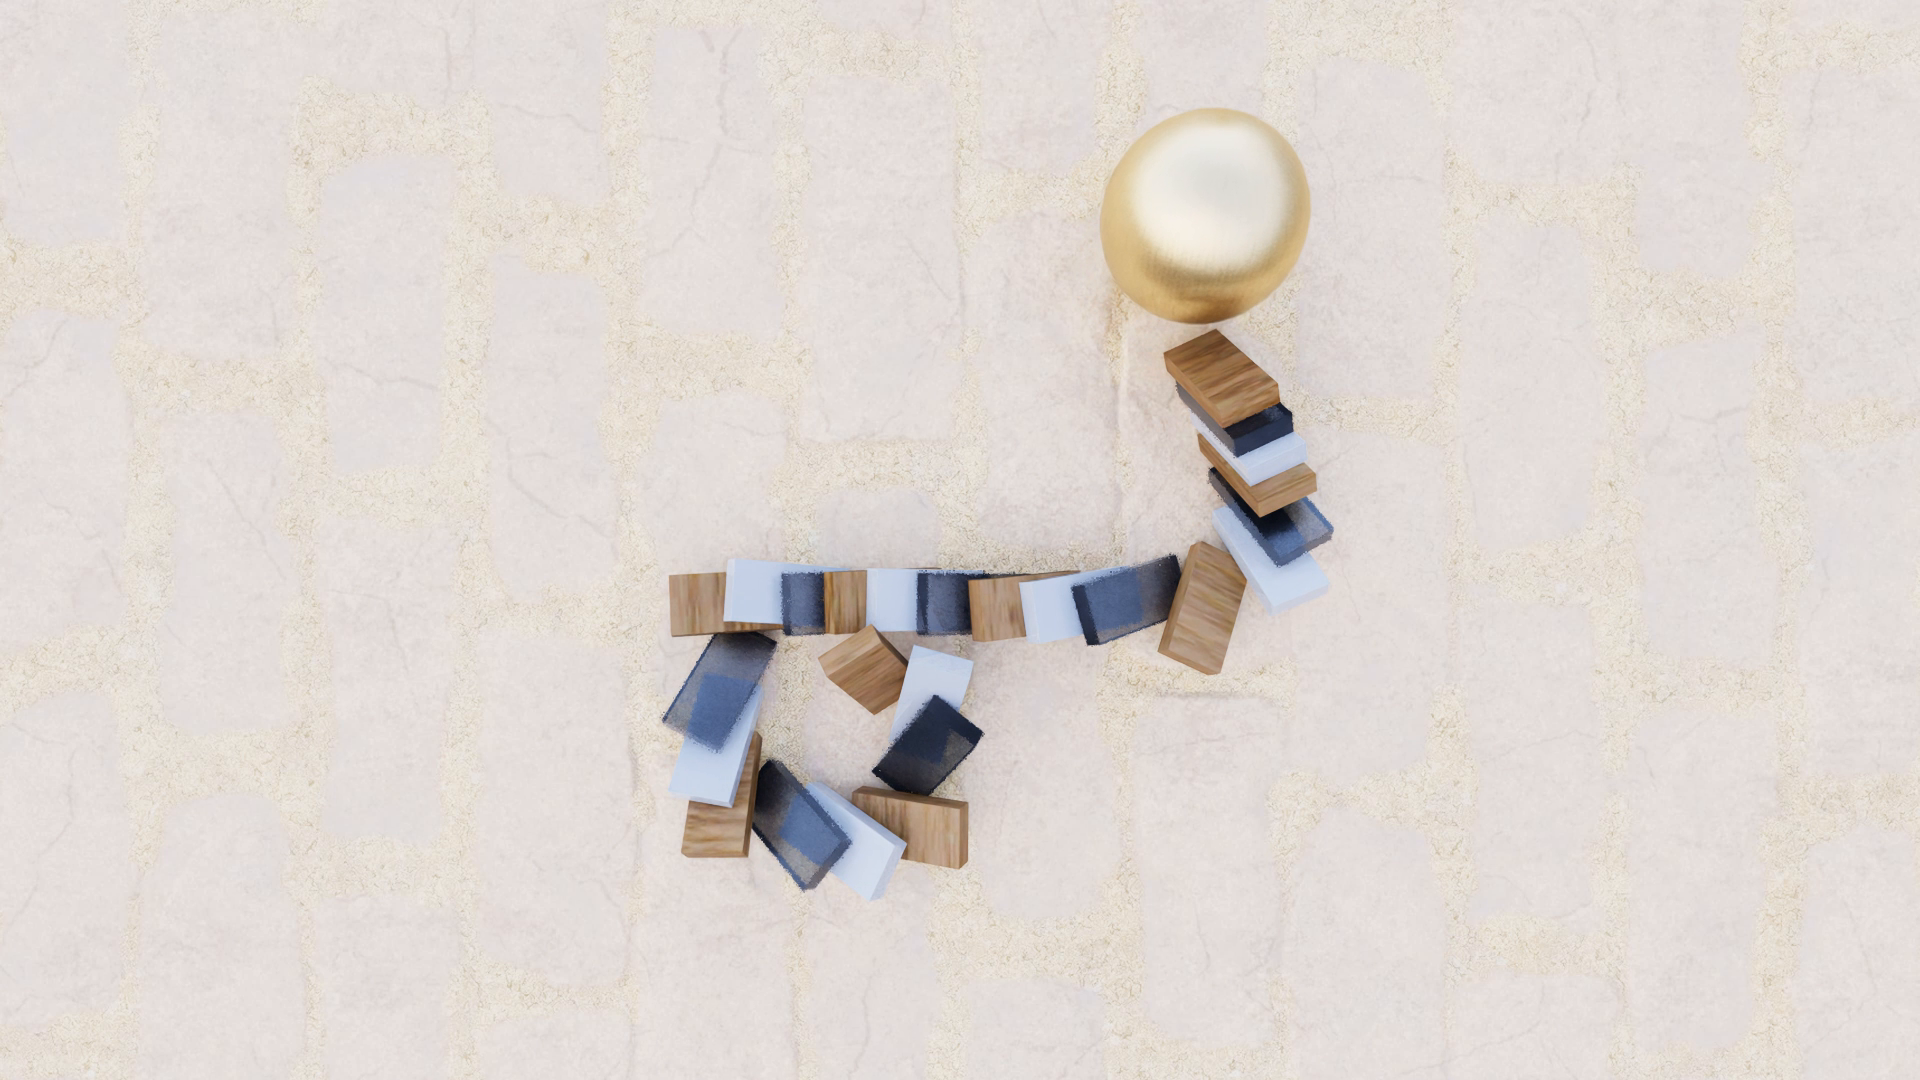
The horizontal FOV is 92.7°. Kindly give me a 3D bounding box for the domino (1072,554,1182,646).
[{"bbox_3d":[0.072,0.025,0.384,0.050,0.010,0.025,-16,90,-28],"label":"domino"}]

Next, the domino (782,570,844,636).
[{"bbox_3d":[-0.049,0.026,0.383,0.050,0.010,0.025,-1,90,-31],"label":"domino"}]

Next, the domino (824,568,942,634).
[{"bbox_3d":[-0.031,0.025,0.382,0.050,0.009,0.025,-1,90,-31],"label":"domino"}]

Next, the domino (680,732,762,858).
[{"bbox_3d":[-0.099,0.106,0.383,0.025,0.010,0.050,-1,59,3],"label":"domino"}]

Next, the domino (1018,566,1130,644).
[{"bbox_3d":[0.050,0.027,0.384,0.050,0.010,0.025,-8,90,-28],"label":"domino"}]

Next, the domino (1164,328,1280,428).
[{"bbox_3d":[0.107,-0.067,0.378,0.025,0.050,0.010,-25,131,0],"label":"domino"}]

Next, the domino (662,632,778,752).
[{"bbox_3d":[-0.100,0.060,0.384,0.025,0.010,0.050,26,61,0],"label":"domino"}]

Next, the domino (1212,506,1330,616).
[{"bbox_3d":[0.129,0.005,0.382,0.025,0.010,0.050,-22,58,-3],"label":"domino"}]

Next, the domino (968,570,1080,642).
[{"bbox_3d":[0.028,0.027,0.384,0.050,0.009,0.025,-4,90,-29],"label":"domino"}]

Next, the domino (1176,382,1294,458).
[{"bbox_3d":[0.112,-0.056,0.378,0.025,0.050,0.010,-25,131,0],"label":"domino"}]

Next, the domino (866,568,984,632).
[{"bbox_3d":[-0.014,0.025,0.382,0.050,0.010,0.025,2,88,-31],"label":"domino"}]

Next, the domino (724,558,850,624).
[{"bbox_3d":[-0.072,0.023,0.382,0.050,0.009,0.025,7,81,-31],"label":"domino"}]

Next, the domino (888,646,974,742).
[{"bbox_3d":[-0.013,0.067,0.381,0.025,0.010,0.050,16,128,0],"label":"domino"}]

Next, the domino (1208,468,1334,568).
[{"bbox_3d":[0.129,-0.015,0.382,0.025,0.010,0.050,-28,59,-3],"label":"domino"}]

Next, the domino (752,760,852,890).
[{"bbox_3d":[-0.071,0.118,0.384,0.050,0.010,0.025,38,90,29],"label":"domino"}]

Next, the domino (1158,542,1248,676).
[{"bbox_3d":[0.103,0.029,0.386,0.025,0.010,0.050,25,72,-10],"label":"domino"}]

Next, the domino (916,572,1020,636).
[{"bbox_3d":[0.006,0.026,0.383,0.050,0.009,0.025,1,89,-31],"label":"domino"}]

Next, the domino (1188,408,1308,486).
[{"bbox_3d":[0.118,-0.045,0.378,0.025,0.050,0.010,-25,131,0],"label":"domino"}]

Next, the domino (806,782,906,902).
[{"bbox_3d":[-0.048,0.125,0.383,0.050,0.010,0.025,25,91,30],"label":"domino"}]

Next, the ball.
[{"bbox_3d":[0.095,-0.126,0.360,0.080,0.080,0.080,0,90,0],"label":"ball"}]

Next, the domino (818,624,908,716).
[{"bbox_3d":[-0.036,0.054,0.376,0.025,0.050,0.010,-32,57,0],"label":"domino"}]

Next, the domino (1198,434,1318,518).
[{"bbox_3d":[0.122,-0.032,0.378,0.025,0.050,0.010,-25,131,0],"label":"domino"}]

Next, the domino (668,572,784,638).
[{"bbox_3d":[-0.096,0.026,0.387,0.050,0.009,0.025,-3,80,-15],"label":"domino"}]

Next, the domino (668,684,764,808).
[{"bbox_3d":[-0.101,0.084,0.383,0.025,0.009,0.050,10,60,1],"label":"domino"}]

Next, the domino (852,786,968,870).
[{"bbox_3d":[-0.021,0.120,0.385,0.050,0.009,0.025,2,93,23],"label":"domino"}]

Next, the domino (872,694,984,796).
[{"bbox_3d":[-0.014,0.089,0.382,0.025,0.009,0.050,37,126,0],"label":"domino"}]
